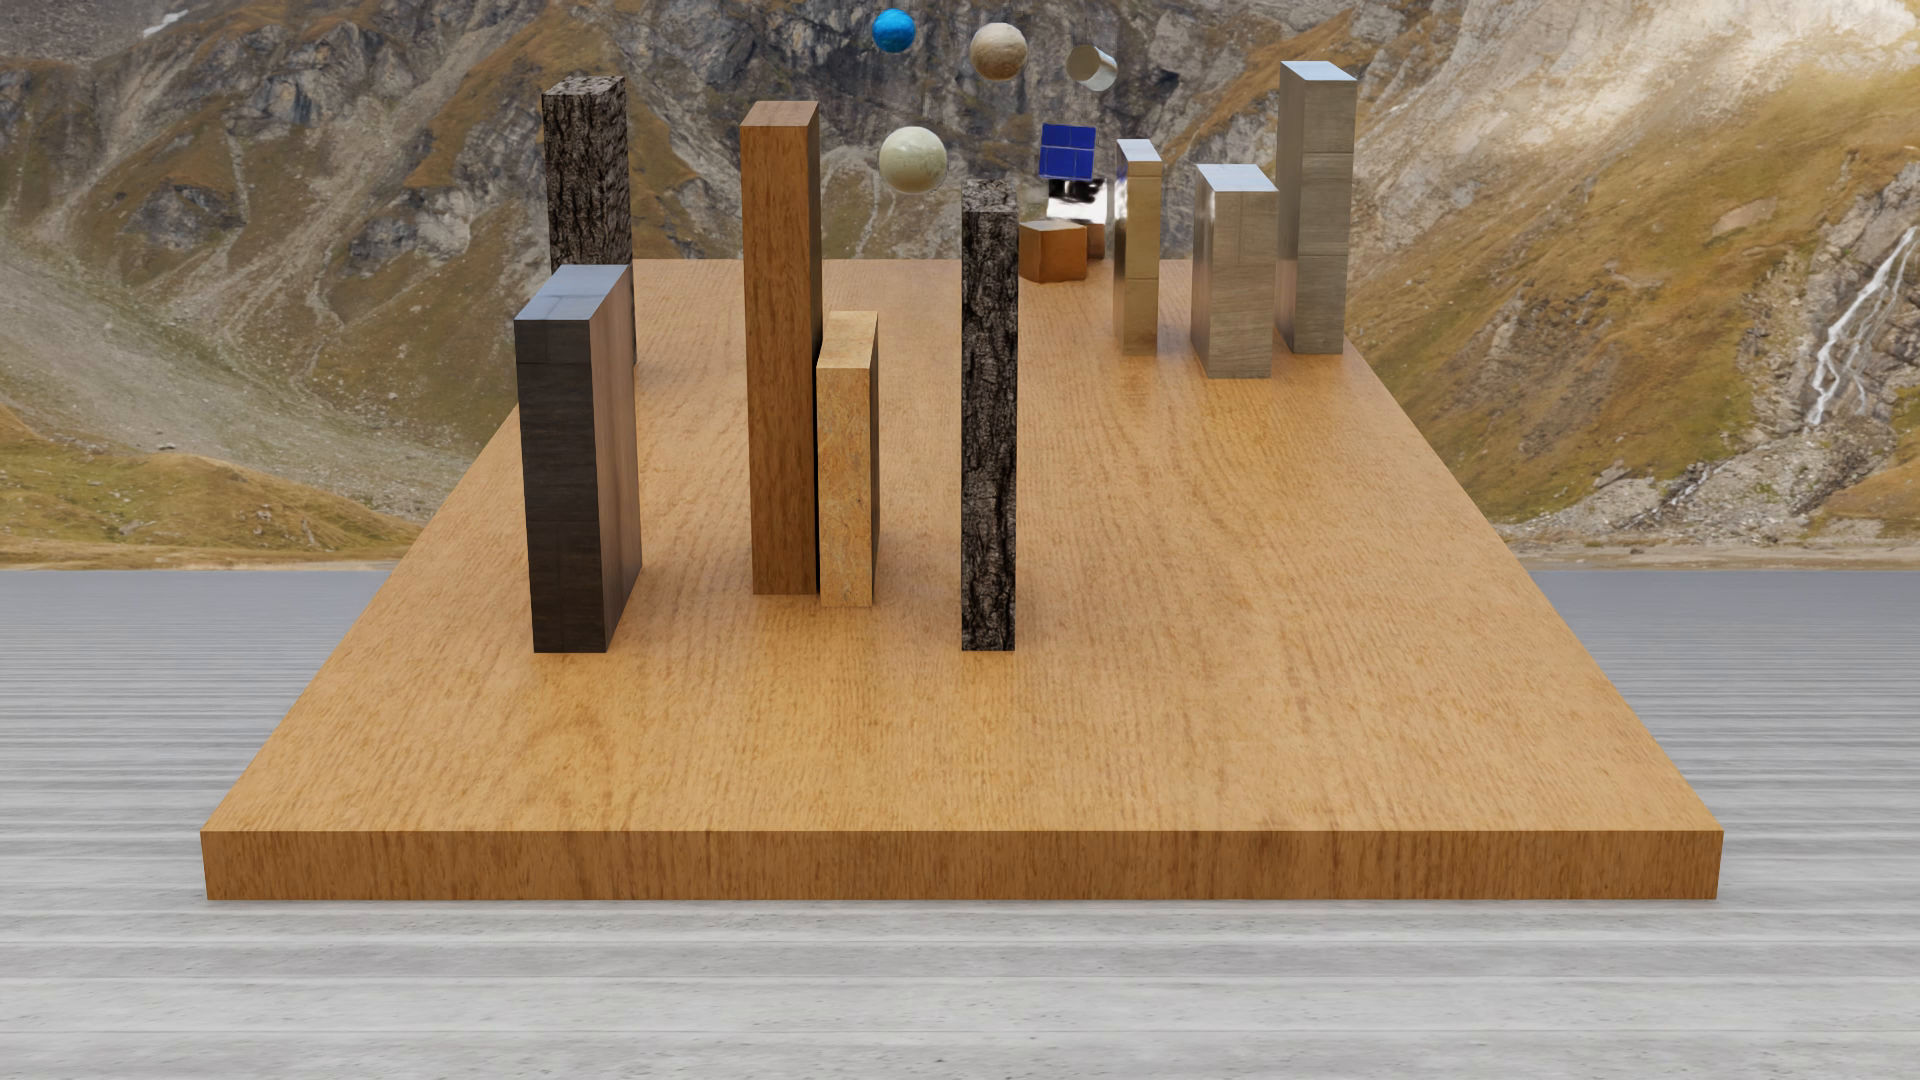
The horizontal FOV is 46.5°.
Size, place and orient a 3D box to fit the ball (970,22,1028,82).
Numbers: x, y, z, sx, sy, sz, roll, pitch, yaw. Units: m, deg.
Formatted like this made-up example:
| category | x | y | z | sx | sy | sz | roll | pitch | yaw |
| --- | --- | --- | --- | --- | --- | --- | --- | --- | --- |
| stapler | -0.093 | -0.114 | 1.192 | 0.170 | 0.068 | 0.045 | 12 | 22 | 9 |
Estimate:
| category | x | y | z | sx | sy | sz | roll | pitch | yaw |
| --- | --- | --- | --- | --- | --- | --- | --- | --- | --- |
| ball | 0.106 | -1.346 | 6.165 | 0.161 | 0.161 | 0.161 | 0 | -1 | 0 |

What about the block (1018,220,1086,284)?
| category | x | y | z | sx | sy | sz | roll | pitch | yaw |
| --- | --- | --- | --- | --- | --- | --- | --- | --- | --- |
| block | 0.262 | -0.834 | 6.453 | 0.152 | 0.152 | 0.152 | -9 | 20 | -25 |

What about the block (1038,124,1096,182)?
| category | x | y | z | sx | sy | sz | roll | pitch | yaw |
| --- | --- | --- | --- | --- | --- | --- | --- | --- | --- |
| block | 0.311 | -1.116 | 6.446 | 0.151 | 0.151 | 0.151 | 5 | 9 | 4 |

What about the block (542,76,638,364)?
| category | x | y | z | sx | sy | sz | roll | pitch | yaw |
| --- | --- | --- | --- | --- | --- | --- | --- | --- | --- |
| block | -0.855 | -0.709 | 5.192 | 0.131 | 0.686 | 0.369 | 0 | 18 | 0 |

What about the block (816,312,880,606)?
| category | x | y | z | sx | sy | sz | roll | pitch | yaw |
| --- | --- | --- | --- | --- | --- | --- | --- | --- | --- |
| block | -0.192 | -0.152 | 3.915 | 0.087 | 0.412 | 0.444 | 0 | 18 | 0 |

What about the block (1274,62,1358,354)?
| category | x | y | z | sx | sy | sz | roll | pitch | yaw |
| --- | --- | --- | --- | --- | --- | --- | --- | --- | --- |
| block | 0.888 | -0.848 | 5.656 | 0.123 | 0.670 | 0.441 | 0 | 18 | 0 |

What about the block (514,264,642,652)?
| category | x | y | z | sx | sy | sz | roll | pitch | yaw |
| --- | --- | --- | --- | --- | --- | --- | --- | --- | --- |
| block | -0.621 | -0.145 | 3.681 | 0.115 | 0.540 | 0.439 | 0 | 18 | 0 |

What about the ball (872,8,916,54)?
| category | x | y | z | sx | sy | sz | roll | pitch | yaw |
| --- | --- | --- | --- | --- | --- | --- | --- | --- | --- |
| ball | -0.185 | -1.418 | 6.224 | 0.120 | 0.120 | 0.120 | 0 | -1 | 0 |

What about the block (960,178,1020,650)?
| category | x | y | z | sx | sy | sz | roll | pitch | yaw |
| --- | --- | --- | --- | --- | --- | --- | --- | --- | --- |
| block | 0.045 | -0.207 | 3.611 | 0.085 | 0.703 | 0.320 | 0 | 18 | 0 |

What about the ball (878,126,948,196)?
| category | x | y | z | sx | sy | sz | roll | pitch | yaw |
| --- | --- | --- | --- | --- | --- | --- | --- | --- | --- |
| ball | -0.139 | -1.123 | 6.617 | 0.203 | 0.203 | 0.203 | 0 | -1 | 0 |

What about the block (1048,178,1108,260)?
| category | x | y | z | sx | sy | sz | roll | pitch | yaw |
| --- | --- | --- | --- | --- | --- | --- | --- | --- | --- |
| block | 0.351 | -0.966 | 6.708 | 0.172 | 0.172 | 0.172 | 3 | -31 | 3 |

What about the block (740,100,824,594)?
| category | x | y | z | sx | sy | sz | roll | pitch | yaw |
| --- | --- | --- | --- | --- | --- | --- | --- | --- | --- |
| block | -0.300 | -0.336 | 3.860 | 0.108 | 0.795 | 0.332 | 0 | 18 | 0 |

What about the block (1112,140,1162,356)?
| category | x | y | z | sx | sy | sz | roll | pitch | yaw |
| --- | --- | --- | --- | --- | --- | --- | --- | --- | --- |
| block | 0.445 | -0.744 | 5.641 | 0.082 | 0.480 | 0.385 | 0 | 18 | 0 |

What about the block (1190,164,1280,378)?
| category | x | y | z | sx | sy | sz | roll | pitch | yaw |
| --- | --- | --- | --- | --- | --- | --- | --- | --- | --- |
| block | 0.663 | -0.660 | 5.439 | 0.149 | 0.445 | 0.422 | 0 | 18 | 0 |

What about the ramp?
| category | x | y | z | sx | sy | sz | roll | pitch | yaw |
| --- | --- | --- | --- | --- | --- | --- | --- | --- | --- |
| ramp | -0.003 | -0.185 | 4.851 | 2.000 | 0.100 | 4.000 | 0 | 18 | 0 |
